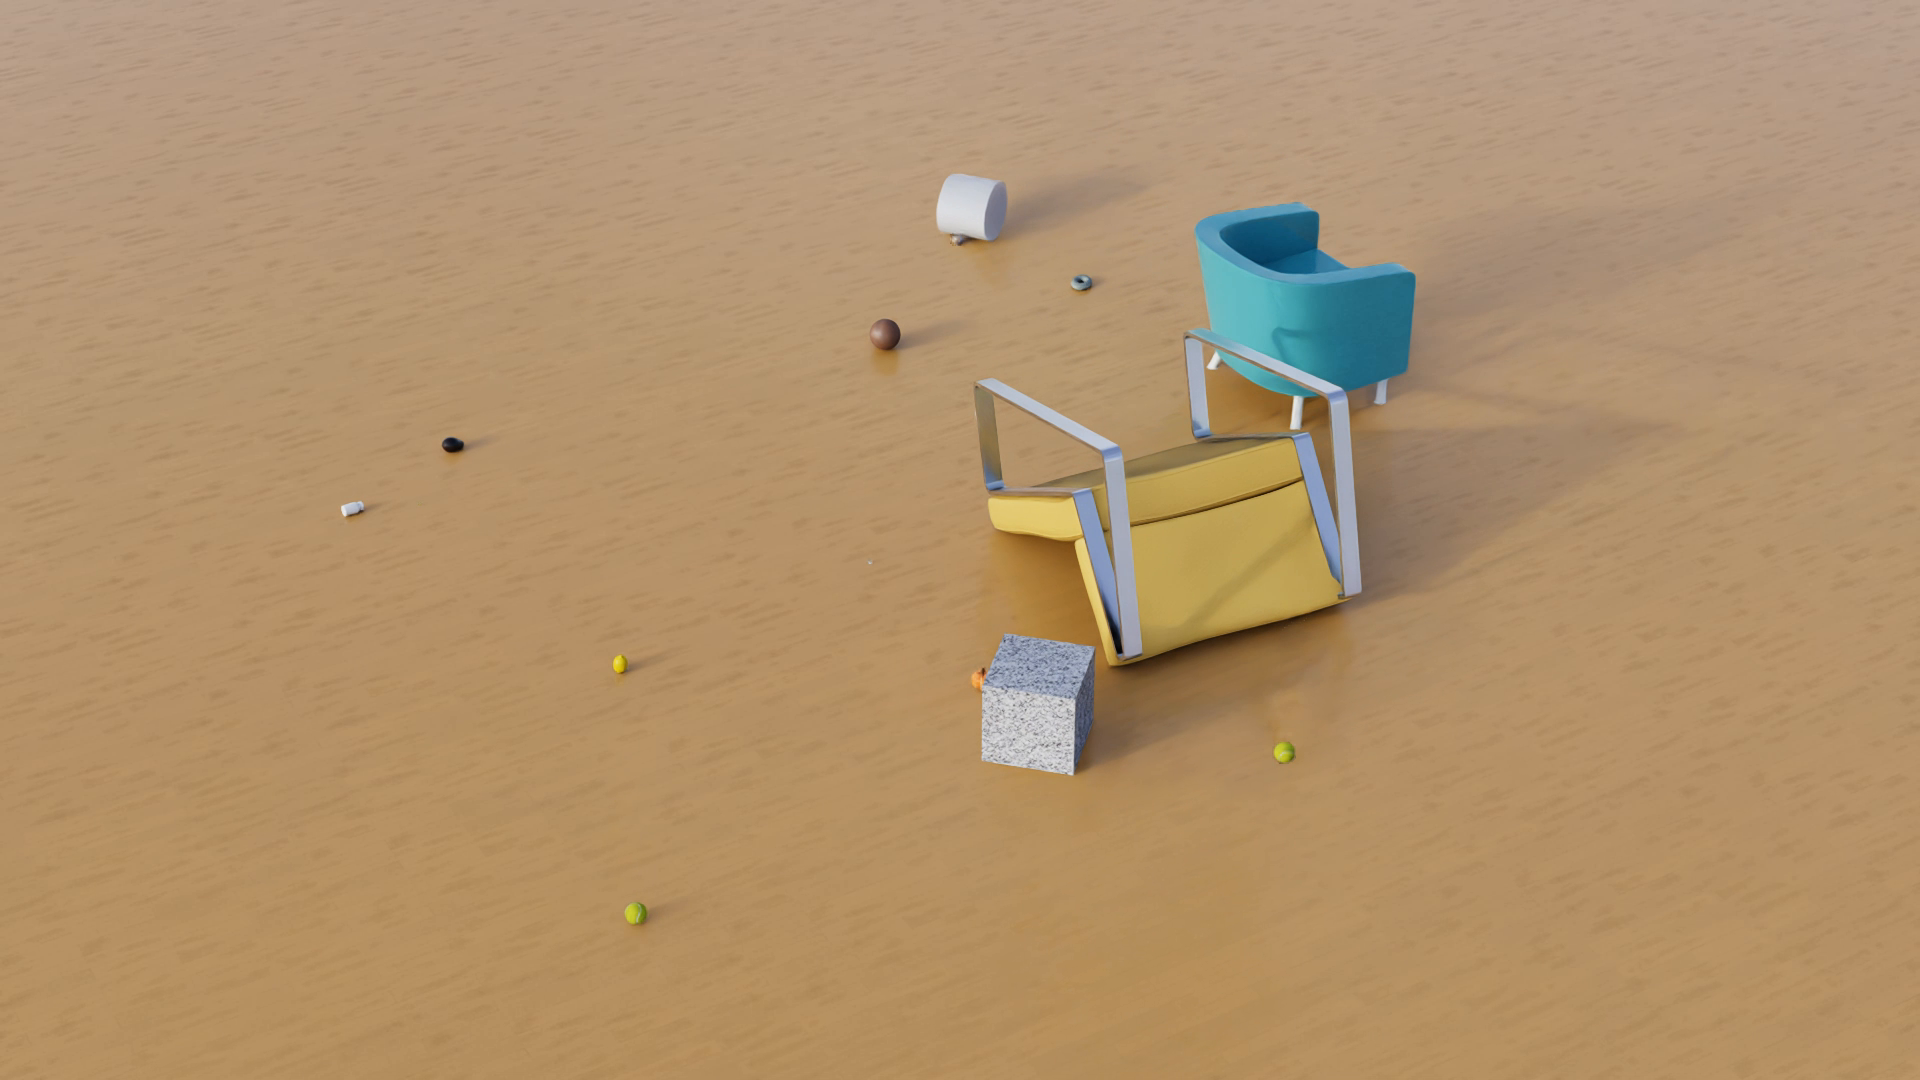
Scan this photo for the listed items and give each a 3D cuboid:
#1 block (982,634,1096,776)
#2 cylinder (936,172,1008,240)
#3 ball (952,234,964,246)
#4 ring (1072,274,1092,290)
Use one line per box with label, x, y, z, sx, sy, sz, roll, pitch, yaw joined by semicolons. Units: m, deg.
block;0.264;0.549;9.829;0.314;0.311;0.310;8;34;12
cylinder;0.055;-1.469;12.935;0.227;0.247;0.271;13;75;21
ball;-0.009;-1.323;12.905;0.052;0.052;0.052;0;33;0
ring;0.522;-1.105;12.593;0.087;0.033;0.115;12;34;16
